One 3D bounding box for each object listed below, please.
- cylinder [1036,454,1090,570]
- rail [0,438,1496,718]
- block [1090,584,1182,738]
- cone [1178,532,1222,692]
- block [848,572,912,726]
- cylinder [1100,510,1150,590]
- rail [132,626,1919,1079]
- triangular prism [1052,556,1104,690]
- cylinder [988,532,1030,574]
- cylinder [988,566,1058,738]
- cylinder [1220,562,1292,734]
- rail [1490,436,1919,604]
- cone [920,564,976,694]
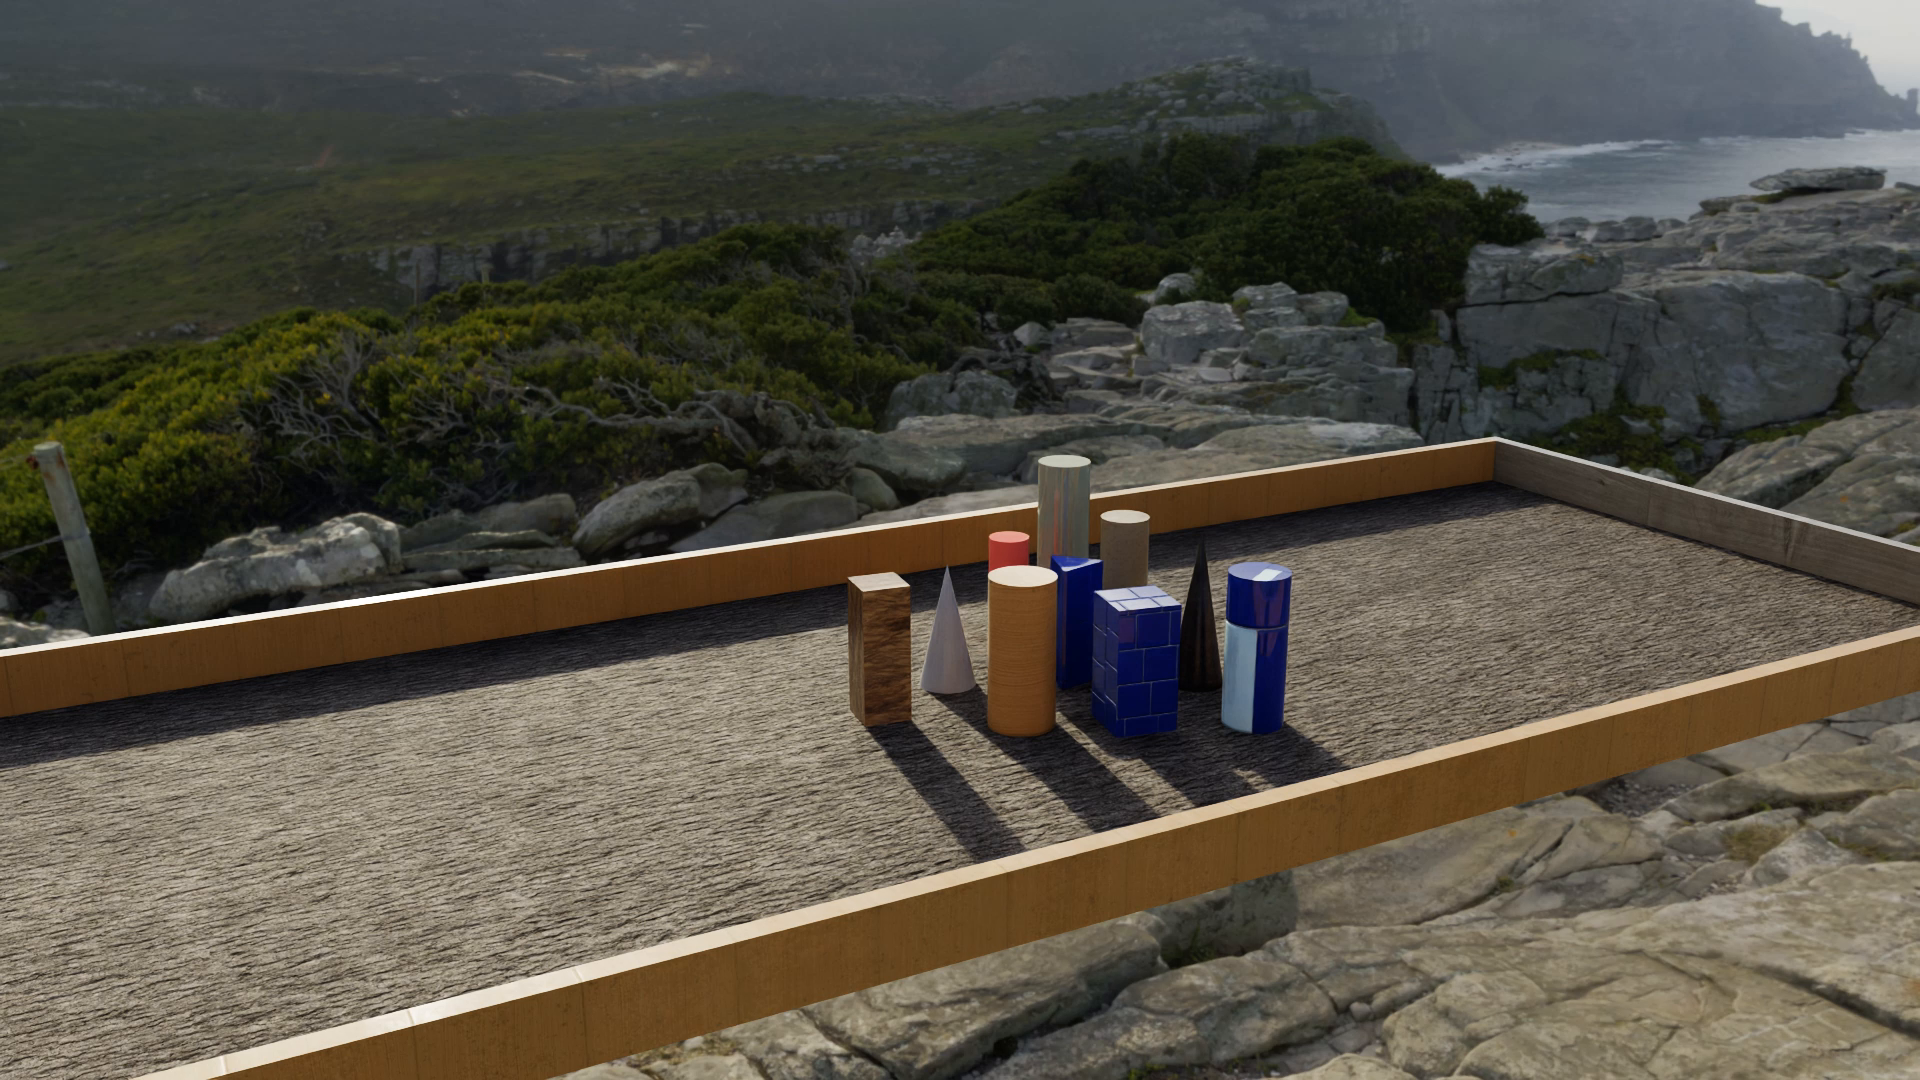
[{"bbox_3d":[0.286,-0.001,4.565,0.143,0.447,0.143,0,16,0],"label":"cylinder"},{"bbox_3d":[-3.305,0.497,3.399,12.000,0.150,0.050,-9,18,-27],"label":"rail"},{"bbox_3d":[0.409,0.281,3.851,0.154,0.309,0.154,-5,17,-17],"label":"block"},{"bbox_3d":[0.592,0.165,4.084,0.136,0.401,0.136,0,16,0],"label":"cone"},{"bbox_3d":[-0.190,0.257,3.889,0.116,0.334,0.116,-6,18,-21],"label":"block"},{"bbox_3d":[0.426,0.116,4.305,0.126,0.369,0.126,0,16,0],"label":"cylinder"},{"bbox_3d":[-2.336,1.006,1.665,12.000,0.150,0.050,-9,18,-27],"label":"rail"},{"bbox_3d":[0.267,0.199,4.130,0.132,0.309,0.114,-14,21,-39],"label":"triangular prism"},{"bbox_3d":[0.128,0.139,4.334,0.104,0.308,0.104,0,16,0],"label":"cylinder"},{"bbox_3d":[0.144,0.257,3.832,0.160,0.365,0.160,0,16,0],"label":"cylinder"},{"bbox_3d":[0.689,0.251,3.842,0.145,0.372,0.145,0,16,0],"label":"cylinder"},{"bbox_3d":[2.466,-0.048,5.253,0.050,0.150,2.100,-9,18,-27],"label":"rail"},{"bbox_3d":[-0.031,0.209,4.090,0.143,0.313,0.143,0,16,0],"label":"cone"}]
